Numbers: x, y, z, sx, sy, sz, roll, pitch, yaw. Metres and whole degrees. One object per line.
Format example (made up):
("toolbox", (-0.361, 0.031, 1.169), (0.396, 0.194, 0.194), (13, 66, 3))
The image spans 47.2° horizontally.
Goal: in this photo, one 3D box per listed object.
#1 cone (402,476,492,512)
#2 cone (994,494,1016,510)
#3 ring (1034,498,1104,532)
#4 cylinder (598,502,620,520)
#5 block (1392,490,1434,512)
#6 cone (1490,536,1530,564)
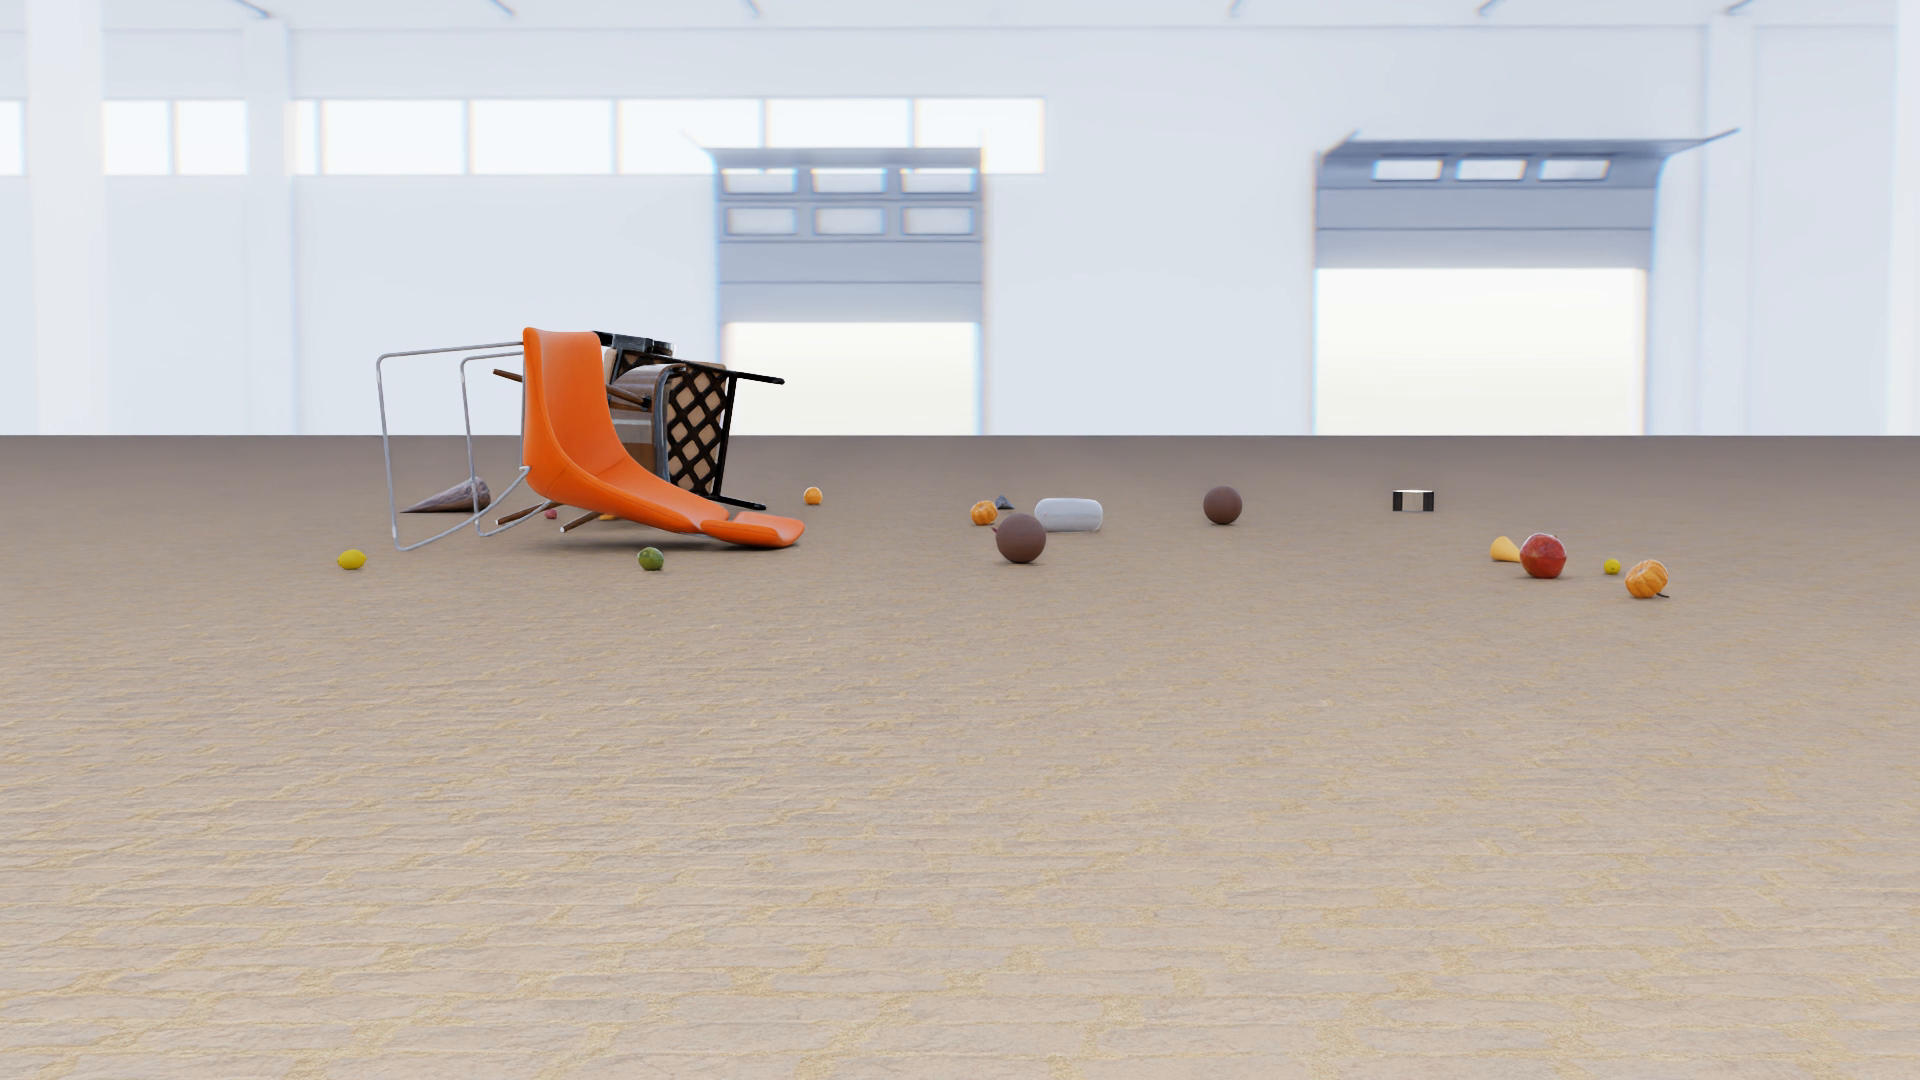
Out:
("cone", (-1.902, -0.134, 8.040), (0.311, 0.130, 0.264), (-15, 11, -26))
("cone", (0.177, -0.129, 8.224), (0.069, 0.059, 0.108), (23, -2, -11))
("ring", (0.344, -0.078, 6.956), (0.226, 0.101, 0.170), (0, 5, -19))
("cylinder", (-1.208, -0.101, 7.563), (0.050, 0.060, 0.074), (0, -16, -29))
("block", (1.665, -0.142, 8.075), (0.099, 0.074, 0.109), (-3, 5, -35))
("cone", (1.442, 0.042, 5.700), (0.065, 0.067, 0.134), (20, 9, -28))
